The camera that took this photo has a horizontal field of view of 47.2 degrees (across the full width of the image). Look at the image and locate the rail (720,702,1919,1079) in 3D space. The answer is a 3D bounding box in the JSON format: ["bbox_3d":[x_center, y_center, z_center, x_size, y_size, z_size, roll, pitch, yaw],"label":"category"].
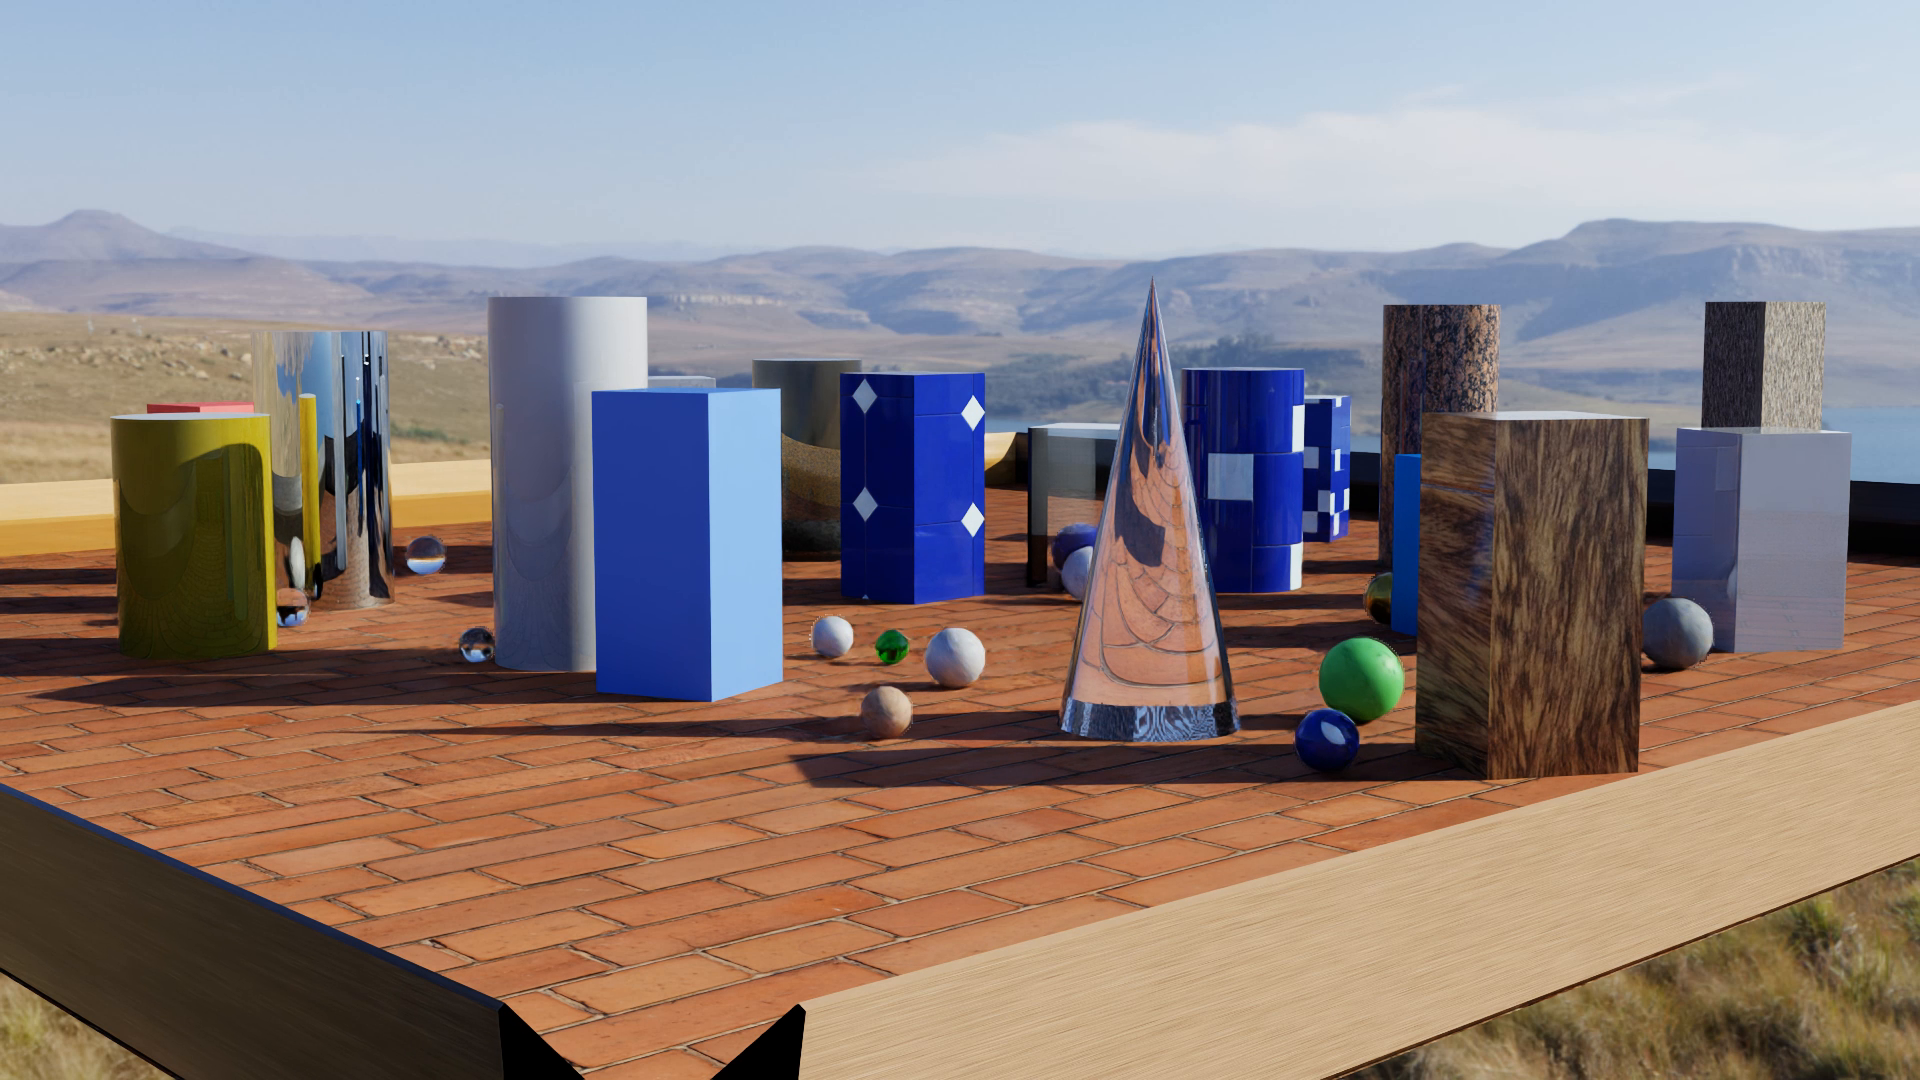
[{"bbox_3d":[1.117,0.159,2.128,3.480,0.129,0.045,-5,8,-42],"label":"rail"}]

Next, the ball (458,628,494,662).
[{"bbox_3d":[-0.611,0.133,2.782,0.045,0.045,0.045,0,6,0],"label":"ball"}]

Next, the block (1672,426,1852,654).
[{"bbox_3d":[1.071,-0.004,2.949,0.159,0.286,0.159,-1,6,-12],"label":"block"}]

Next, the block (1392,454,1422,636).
[{"bbox_3d":[0.706,0.009,3.017,0.159,0.246,0.159,-2,6,-20],"label":"block"}]

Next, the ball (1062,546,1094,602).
[{"bbox_3d":[0.198,0.053,3.367,0.085,0.085,0.085,0,6,0],"label":"ball"}]

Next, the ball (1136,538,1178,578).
[{"bbox_3d":[0.327,0.030,3.667,0.070,0.070,0.070,0,6,0],"label":"ball"}]

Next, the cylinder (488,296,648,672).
[{"bbox_3d":[-0.495,-0.077,2.797,0.199,0.461,0.199,0,6,0],"label":"cylinder"}]

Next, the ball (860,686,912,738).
[{"bbox_3d":[-0.077,0.180,2.298,0.054,0.054,0.054,0,6,0],"label":"ball"}]

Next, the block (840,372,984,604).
[{"bbox_3d":[-0.074,-0.086,3.436,0.159,0.348,0.159,5,8,42],"label":"block"}]

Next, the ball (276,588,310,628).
[{"bbox_3d":[-0.949,0.095,3.106,0.056,0.056,0.056,0,6,0],"label":"ball"}]

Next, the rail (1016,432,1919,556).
[{"bbox_3d":[1.261,-0.087,4.489,0.045,0.129,3.342,-5,8,-42],"label":"rail"}]

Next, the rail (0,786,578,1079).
[{"bbox_3d":[-1.261,0.154,2.174,0.045,0.129,3.342,-5,8,-42],"label":"rail"}]

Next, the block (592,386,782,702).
[{"bbox_3d":[-0.320,-0.001,2.599,0.159,0.352,0.159,3,7,26],"label":"block"}]

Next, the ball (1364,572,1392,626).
[{"bbox_3d":[0.612,0.083,3.117,0.076,0.076,0.076,0,6,0],"label":"ball"}]

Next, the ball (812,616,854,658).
[{"bbox_3d":[-0.164,0.125,2.833,0.054,0.054,0.054,0,6,0],"label":"ball"}]

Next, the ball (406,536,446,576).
[{"bbox_3d":[-0.904,0.027,3.717,0.066,0.066,0.066,0,6,0],"label":"ball"}]

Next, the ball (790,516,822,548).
[{"bbox_3d":[-0.290,-0.014,4.147,0.058,0.058,0.058,0,6,0],"label":"ball"}]

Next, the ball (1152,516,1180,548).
[{"bbox_3d":[0.342,-0.012,3.625,0.053,0.053,0.053,0,6,0],"label":"ball"}]

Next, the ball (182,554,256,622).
[{"bbox_3d":[-1.062,0.068,3.154,0.099,0.099,0.099,0,6,0],"label":"ball"}]

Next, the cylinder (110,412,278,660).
[{"bbox_3d":[-1.008,-0.010,2.899,0.199,0.307,0.199,0,6,0],"label":"cylinder"}]

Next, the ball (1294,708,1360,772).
[{"bbox_3d":[0.355,0.194,2.127,0.062,0.062,0.062,0,6,0],"label":"ball"}]

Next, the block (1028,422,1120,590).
[{"bbox_3d":[0.212,-0.056,3.577,0.159,0.259,0.159,2,6,22],"label":"block"}]

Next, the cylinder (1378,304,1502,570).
[{"bbox_3d":[0.832,-0.180,3.821,0.199,0.455,0.199,0,6,0],"label":"cylinder"}]

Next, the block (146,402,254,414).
[{"bbox_3d":[-1.246,-0.084,3.699,0.159,0.289,0.159,5,8,39],"label":"block"}]

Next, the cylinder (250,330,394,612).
[{"bbox_3d":[-0.967,-0.110,3.343,0.199,0.414,0.199,0,6,0],"label":"cylinder"}]

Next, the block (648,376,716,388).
[{"bbox_3d":[-0.516,-0.118,3.834,0.159,0.329,0.159,-2,6,-15],"label":"block"}]

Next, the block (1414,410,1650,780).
[{"bbox_3d":[0.561,0.048,2.170,0.159,0.343,0.159,-1,6,-13],"label":"block"}]

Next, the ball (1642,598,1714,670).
[{"bbox_3d":[0.892,0.116,2.740,0.090,0.090,0.090,0,6,0],"label":"ball"}]

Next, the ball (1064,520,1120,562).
[{"bbox_3d":[0.223,0.012,3.717,0.094,0.094,0.094,0,6,0],"label":"ball"}]

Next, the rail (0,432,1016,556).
[{"bbox_3d":[-1.117,-0.092,4.536,3.480,0.129,0.045,-5,8,-42],"label":"rail"}]

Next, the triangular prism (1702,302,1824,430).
[{"bbox_3d":[1.218,-0.140,3.416,0.172,0.458,0.149,-5,8,-38],"label":"triangular prism"}]

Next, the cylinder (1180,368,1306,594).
[{"bbox_3d":[0.456,-0.101,3.561,0.199,0.352,0.199,0,6,0],"label":"cylinder"}]

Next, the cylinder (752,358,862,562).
[{"bbox_3d":[-0.276,-0.149,3.991,0.199,0.357,0.199,0,6,0],"label":"cylinder"}]

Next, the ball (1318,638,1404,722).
[{"bbox_3d":[0.436,0.152,2.390,0.091,0.091,0.091,0,6,0],"label":"ball"}]

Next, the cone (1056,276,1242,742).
[{"bbox_3d":[0.204,-0.041,2.352,0.199,0.483,0.199,0,6,0],"label":"cone"}]

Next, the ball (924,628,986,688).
[{"bbox_3d":[-0.006,0.139,2.606,0.072,0.072,0.072,0,6,0],"label":"ball"}]

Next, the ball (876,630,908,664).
[{"bbox_3d":[-0.086,0.136,2.783,0.042,0.042,0.042,0,6,0],"label":"ball"}]

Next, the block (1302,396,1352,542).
[{"bbox_3d":[0.672,-0.144,4.335,0.159,0.277,0.159,3,6,23],"label":"block"}]
